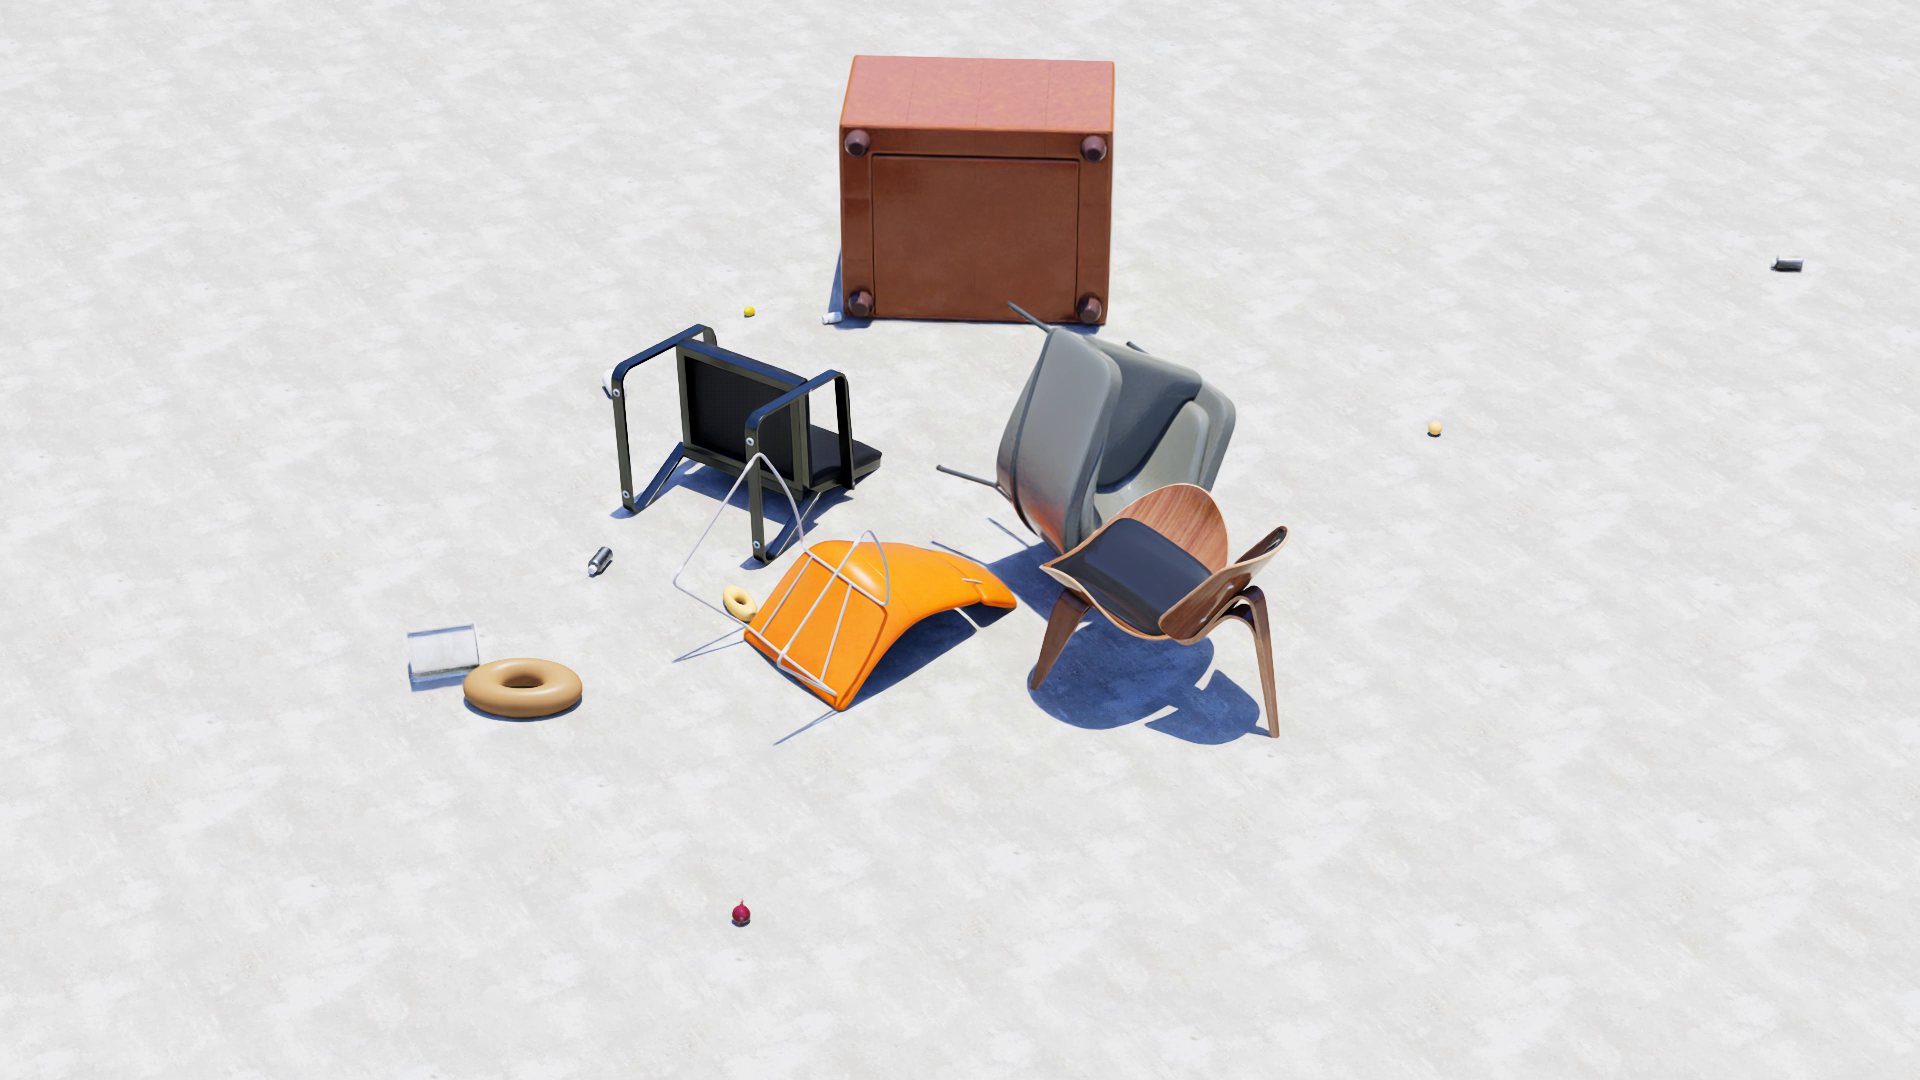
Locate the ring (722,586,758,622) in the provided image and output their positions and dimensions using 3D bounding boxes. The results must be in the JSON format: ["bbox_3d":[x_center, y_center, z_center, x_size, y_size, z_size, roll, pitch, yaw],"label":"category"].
[{"bbox_3d":[-0.791,0.228,10.548,0.095,0.057,0.213,-18,37,-23],"label":"ring"}]

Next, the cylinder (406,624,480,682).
[{"bbox_3d":[-1.796,0.393,10.195,0.230,0.169,0.178,-8,30,-12],"label":"cylinder"}]

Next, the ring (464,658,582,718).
[{"bbox_3d":[-1.503,0.507,10.083,0.413,0.104,0.266,2,34,1],"label":"ring"}]

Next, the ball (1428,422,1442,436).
[{"bbox_3d":[1.874,-0.441,11.564,0.055,0.055,0.055,0,33,0],"label":"ball"}]
